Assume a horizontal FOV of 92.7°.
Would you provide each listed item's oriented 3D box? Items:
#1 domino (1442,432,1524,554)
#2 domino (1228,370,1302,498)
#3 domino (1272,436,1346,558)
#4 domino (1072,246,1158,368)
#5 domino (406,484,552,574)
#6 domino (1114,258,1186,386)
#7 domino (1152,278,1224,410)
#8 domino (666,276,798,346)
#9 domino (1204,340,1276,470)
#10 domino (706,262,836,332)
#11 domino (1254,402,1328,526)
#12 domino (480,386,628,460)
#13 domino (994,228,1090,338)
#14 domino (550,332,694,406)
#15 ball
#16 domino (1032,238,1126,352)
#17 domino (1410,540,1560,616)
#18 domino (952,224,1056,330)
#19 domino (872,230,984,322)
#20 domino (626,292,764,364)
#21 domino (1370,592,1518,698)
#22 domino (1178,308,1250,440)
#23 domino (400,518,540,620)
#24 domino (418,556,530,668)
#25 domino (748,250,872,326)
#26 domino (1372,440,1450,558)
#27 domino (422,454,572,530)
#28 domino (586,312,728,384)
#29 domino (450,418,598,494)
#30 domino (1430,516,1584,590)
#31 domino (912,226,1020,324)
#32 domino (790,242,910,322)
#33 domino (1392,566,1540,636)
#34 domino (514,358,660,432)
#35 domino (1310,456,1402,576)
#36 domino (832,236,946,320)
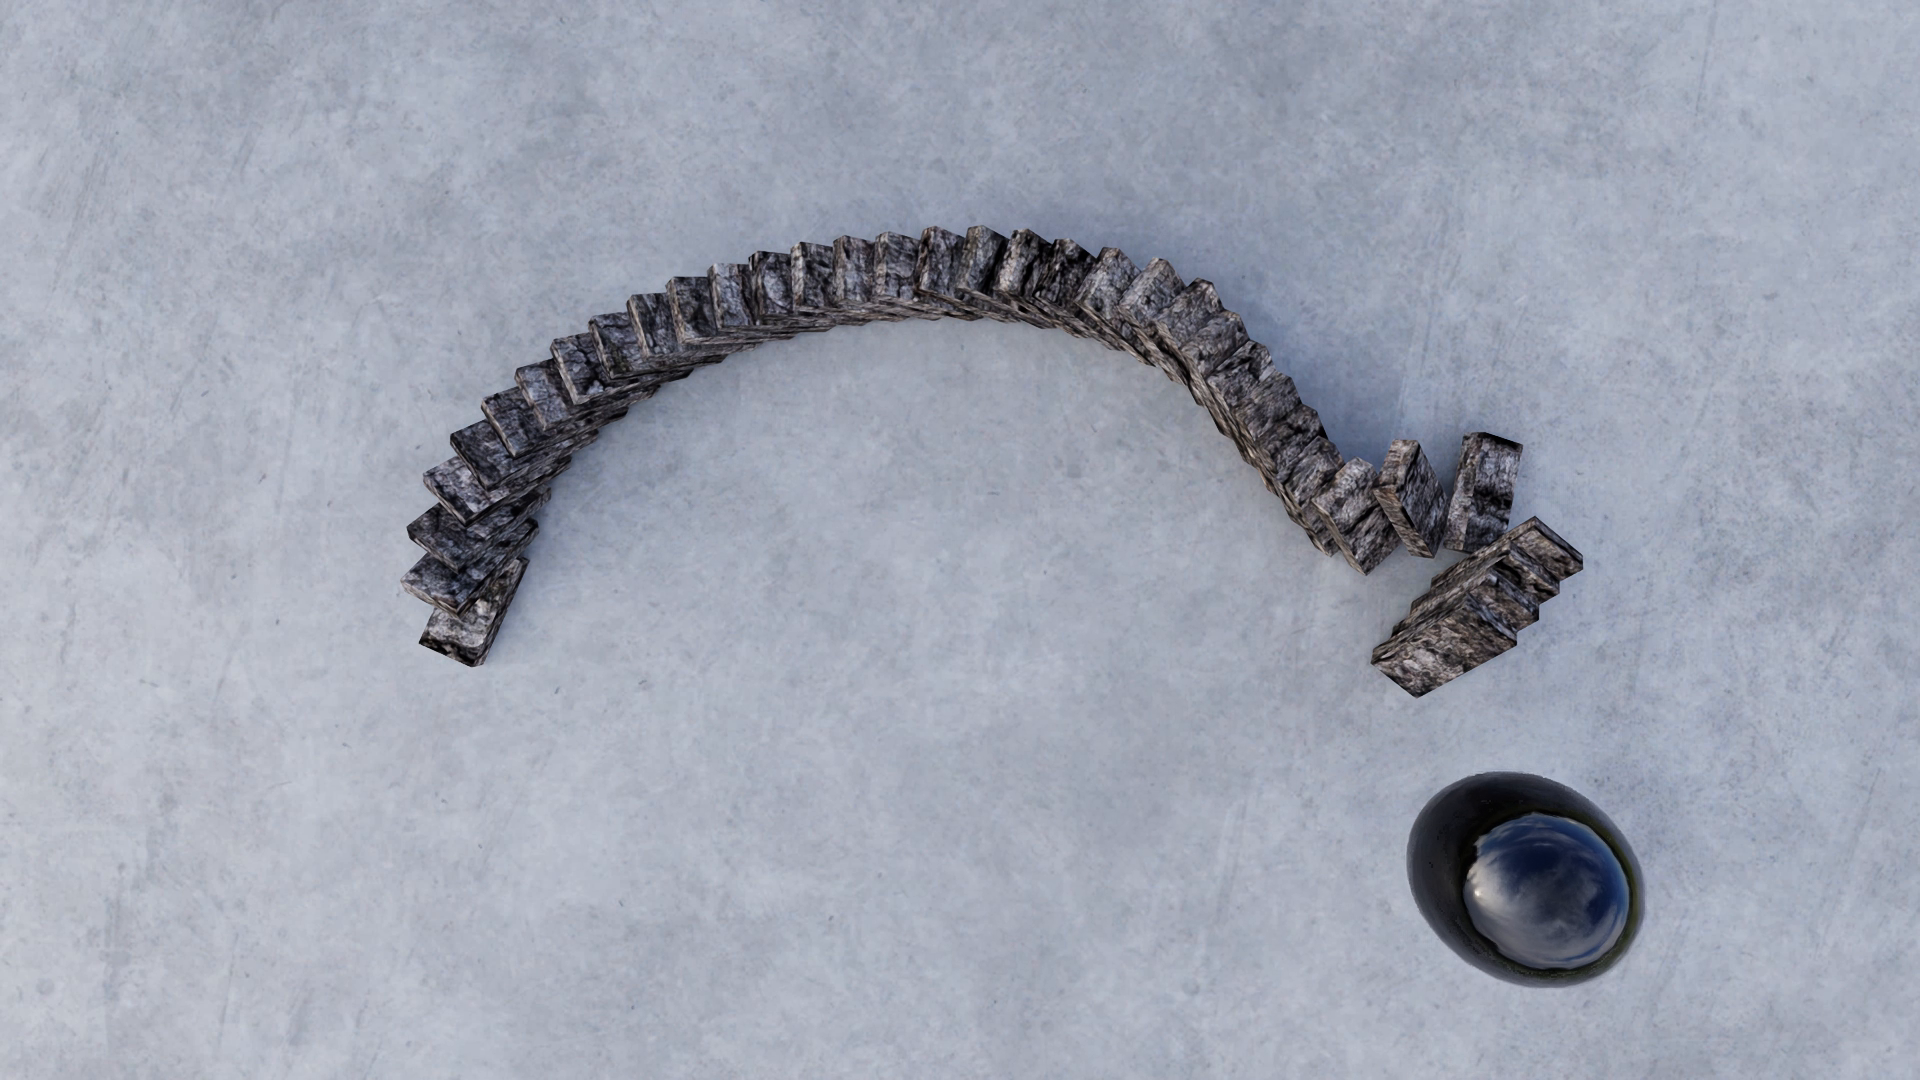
[{"bbox_3d":[0.223,-0.019,0.391,0.025,0.009,0.050,11,90,-24],"label":"domino"},{"bbox_3d":[0.133,-0.043,0.381,0.025,0.010,0.050,-40,127,0],"label":"domino"},{"bbox_3d":[0.152,-0.017,0.381,0.025,0.009,0.050,-44,126,2],"label":"domino"},{"bbox_3d":[0.071,-0.096,0.381,0.050,0.009,0.025,30,90,-38],"label":"domino"},{"bbox_3d":[-0.199,-0.012,0.381,0.025,0.010,0.050,36,53,0],"label":"domino"},{"bbox_3d":[0.087,-0.090,0.381,0.025,0.010,0.050,-50,128,-1],"label":"domino"},{"bbox_3d":[0.101,-0.081,0.381,0.025,0.010,0.050,-42,127,-2],"label":"domino"},{"bbox_3d":[-0.094,-0.096,0.381,0.050,0.010,0.025,-12,90,-37],"label":"domino"},{"bbox_3d":[0.122,-0.056,0.381,0.025,0.009,0.050,-40,127,0],"label":"domino"},{"bbox_3d":[-0.078,-0.100,0.381,0.050,0.009,0.025,-9,90,-36],"label":"domino"},{"bbox_3d":[0.143,-0.030,0.381,0.025,0.010,0.050,-40,126,0],"label":"domino"},{"bbox_3d":[-0.168,-0.055,0.382,0.050,0.010,0.025,-32,90,-36],"label":"domino"},{"bbox_3d":[0.039,-0.106,0.381,0.050,0.010,0.025,19,90,-38],"label":"domino"},{"bbox_3d":[-0.140,-0.075,0.381,0.050,0.009,0.025,-24,90,-36],"label":"domino"},{"bbox_3d":[0.220,0.132,0.360,0.080,0.080,0.080,0,90,0],"label":"ball"},{"bbox_3d":[0.054,-0.101,0.381,0.050,0.010,0.025,23,90,-37],"label":"domino"},{"bbox_3d":[0.216,0.024,0.379,0.025,0.050,0.009,38,46,0],"label":"domino"},{"bbox_3d":[0.022,-0.108,0.381,0.050,0.009,0.025,14,90,-37],"label":"domino"},{"bbox_3d":[-0.012,-0.109,0.381,0.050,0.009,0.025,3,90,-37],"label":"domino"},{"bbox_3d":[-0.110,-0.090,0.381,0.050,0.010,0.025,-16,90,-37],"label":"domino"},{"bbox_3d":[0.199,0.044,0.379,0.025,0.050,0.010,38,46,0],"label":"domino"},{"bbox_3d":[0.112,-0.068,0.381,0.025,0.009,0.050,-41,127,-1],"label":"domino"},{"bbox_3d":[-0.203,0.006,0.381,0.025,0.009,0.050,27,53,0],"label":"domino"},{"bbox_3d":[-0.209,0.026,0.395,0.025,0.010,0.050,24,90,0],"label":"domino"},{"bbox_3d":[-0.061,-0.104,0.381,0.050,0.009,0.025,-6,90,-36],"label":"domino"},{"bbox_3d":[0.188,-0.016,0.378,0.050,0.010,0.025,41,71,-36],"label":"domino"},{"bbox_3d":[-0.192,-0.029,0.381,0.025,0.010,0.050,47,54,0],"label":"domino"},{"bbox_3d":[-0.125,-0.083,0.381,0.050,0.009,0.025,-20,90,-37],"label":"domino"},{"bbox_3d":[-0.180,-0.042,0.381,0.050,0.010,0.025,-37,90,-36],"label":"domino"},{"bbox_3d":[0.224,0.014,0.378,0.025,0.050,0.009,39,46,-1],"label":"domino"},{"bbox_3d":[0.005,-0.109,0.381,0.050,0.009,0.025,9,90,-37],"label":"domino"},{"bbox_3d":[-0.045,-0.107,0.381,0.050,0.009,0.025,-3,90,-36],"label":"domino"},{"bbox_3d":[0.208,0.034,0.379,0.025,0.050,0.009,38,46,0],"label":"domino"},{"bbox_3d":[-0.154,-0.065,0.382,0.050,0.010,0.025,-29,90,-36],"label":"domino"},{"bbox_3d":[0.167,-0.009,0.381,0.025,0.009,0.050,-44,126,3],"label":"domino"},{"bbox_3d":[-0.029,-0.108,0.381,0.050,0.010,0.025,0,90,-37],"label":"domino"}]
